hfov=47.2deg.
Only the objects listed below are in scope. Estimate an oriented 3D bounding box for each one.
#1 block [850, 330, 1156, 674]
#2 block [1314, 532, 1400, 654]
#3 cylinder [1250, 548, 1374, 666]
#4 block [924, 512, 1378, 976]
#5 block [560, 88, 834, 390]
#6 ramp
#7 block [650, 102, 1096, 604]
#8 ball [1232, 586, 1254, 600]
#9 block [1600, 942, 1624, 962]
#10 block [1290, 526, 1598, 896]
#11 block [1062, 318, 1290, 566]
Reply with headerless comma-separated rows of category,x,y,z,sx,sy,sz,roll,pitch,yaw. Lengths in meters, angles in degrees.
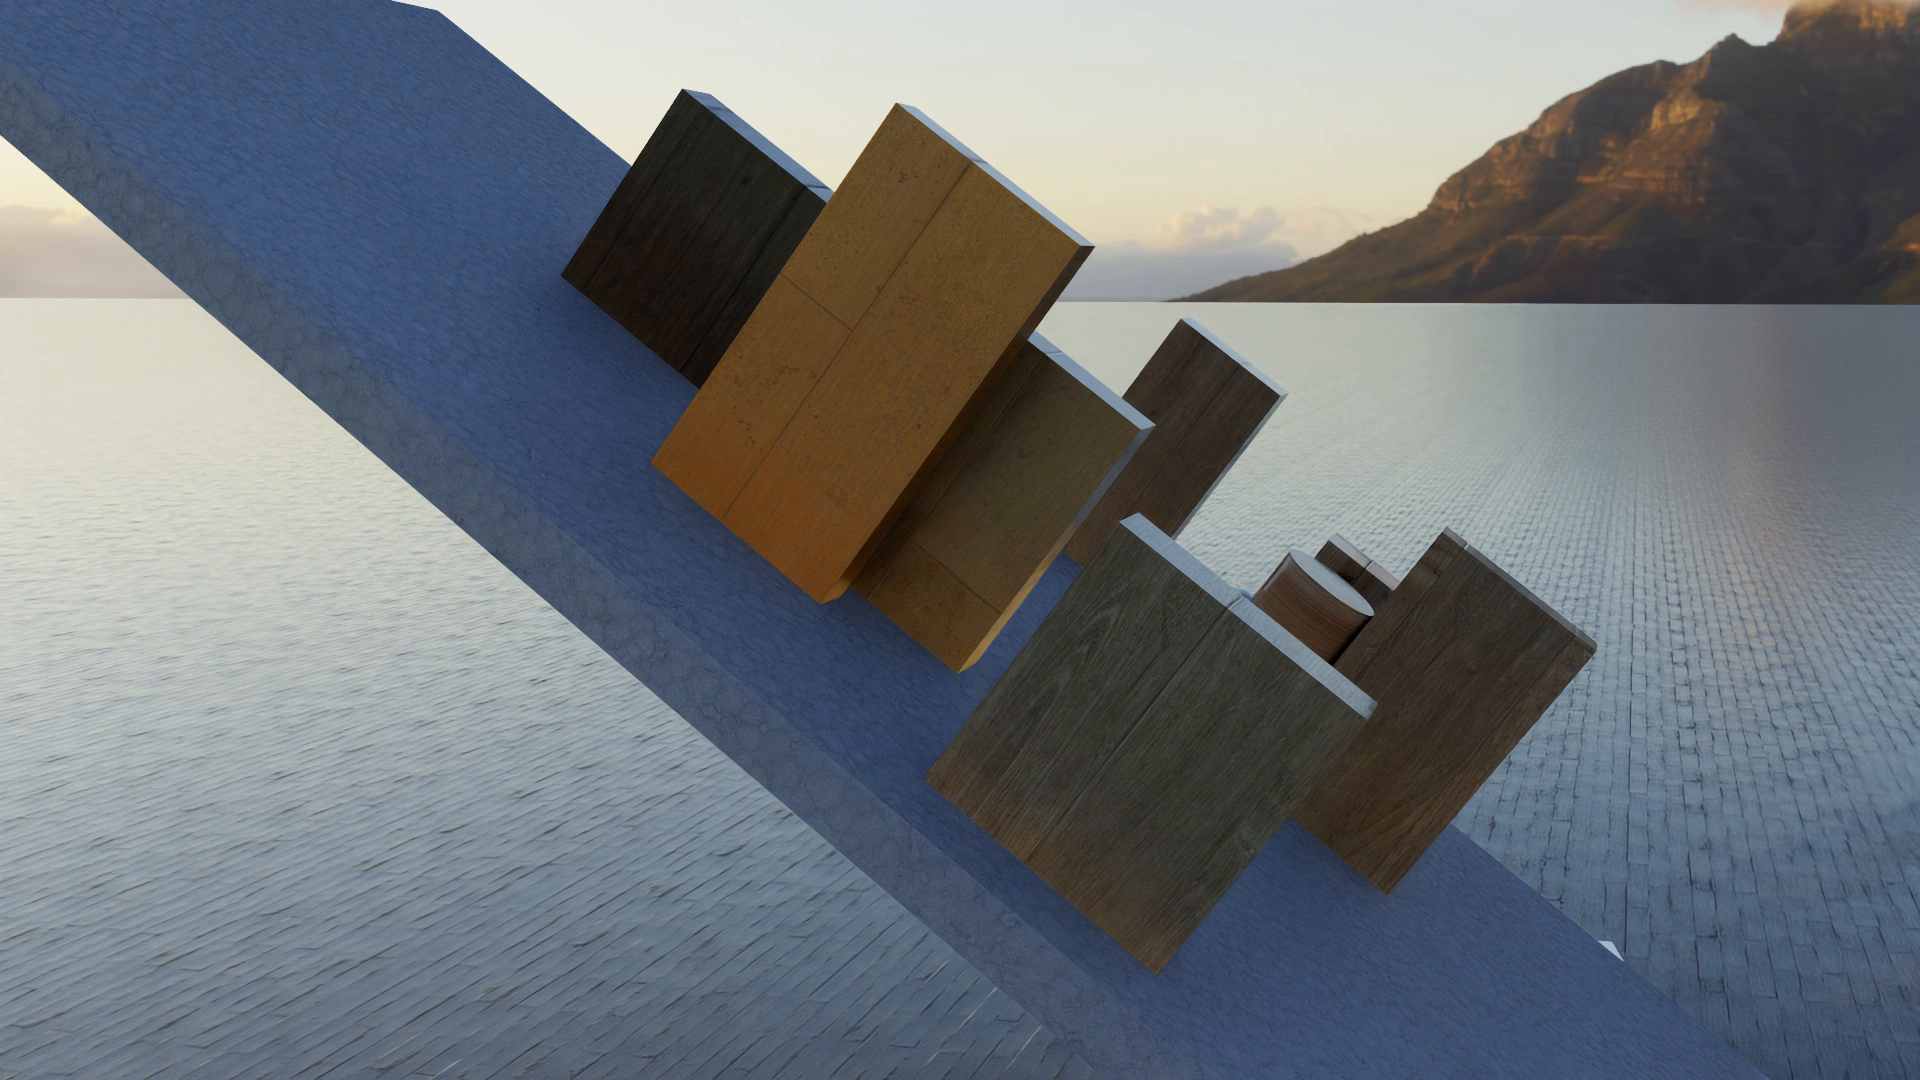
block,0.010,-0.105,3.690,0.390,0.518,0.114,39,16,9
block,0.779,0.280,4.402,0.407,0.418,0.136,39,16,9
cylinder,0.642,0.155,4.153,0.197,0.197,0.197,33,16,-11
block,0.271,0.291,3.172,0.439,0.484,0.127,39,16,9
block,-0.452,-0.541,4.128,0.424,0.427,0.131,39,16,9
ramp,-0.055,0.115,4.065,4.000,0.100,2.000,39,16,9
block,-0.148,-0.294,3.531,0.371,0.715,0.098,39,16,9
ball,0.563,0.192,4.616,0.191,0.191,0.191,0,7,0
block,1.497,1.104,5.356,0.205,0.205,0.205,1,7,7
block,0.853,0.320,4.107,0.346,0.601,0.094,39,16,9
block,0.423,-0.175,4.707,0.265,0.550,0.116,39,16,9
